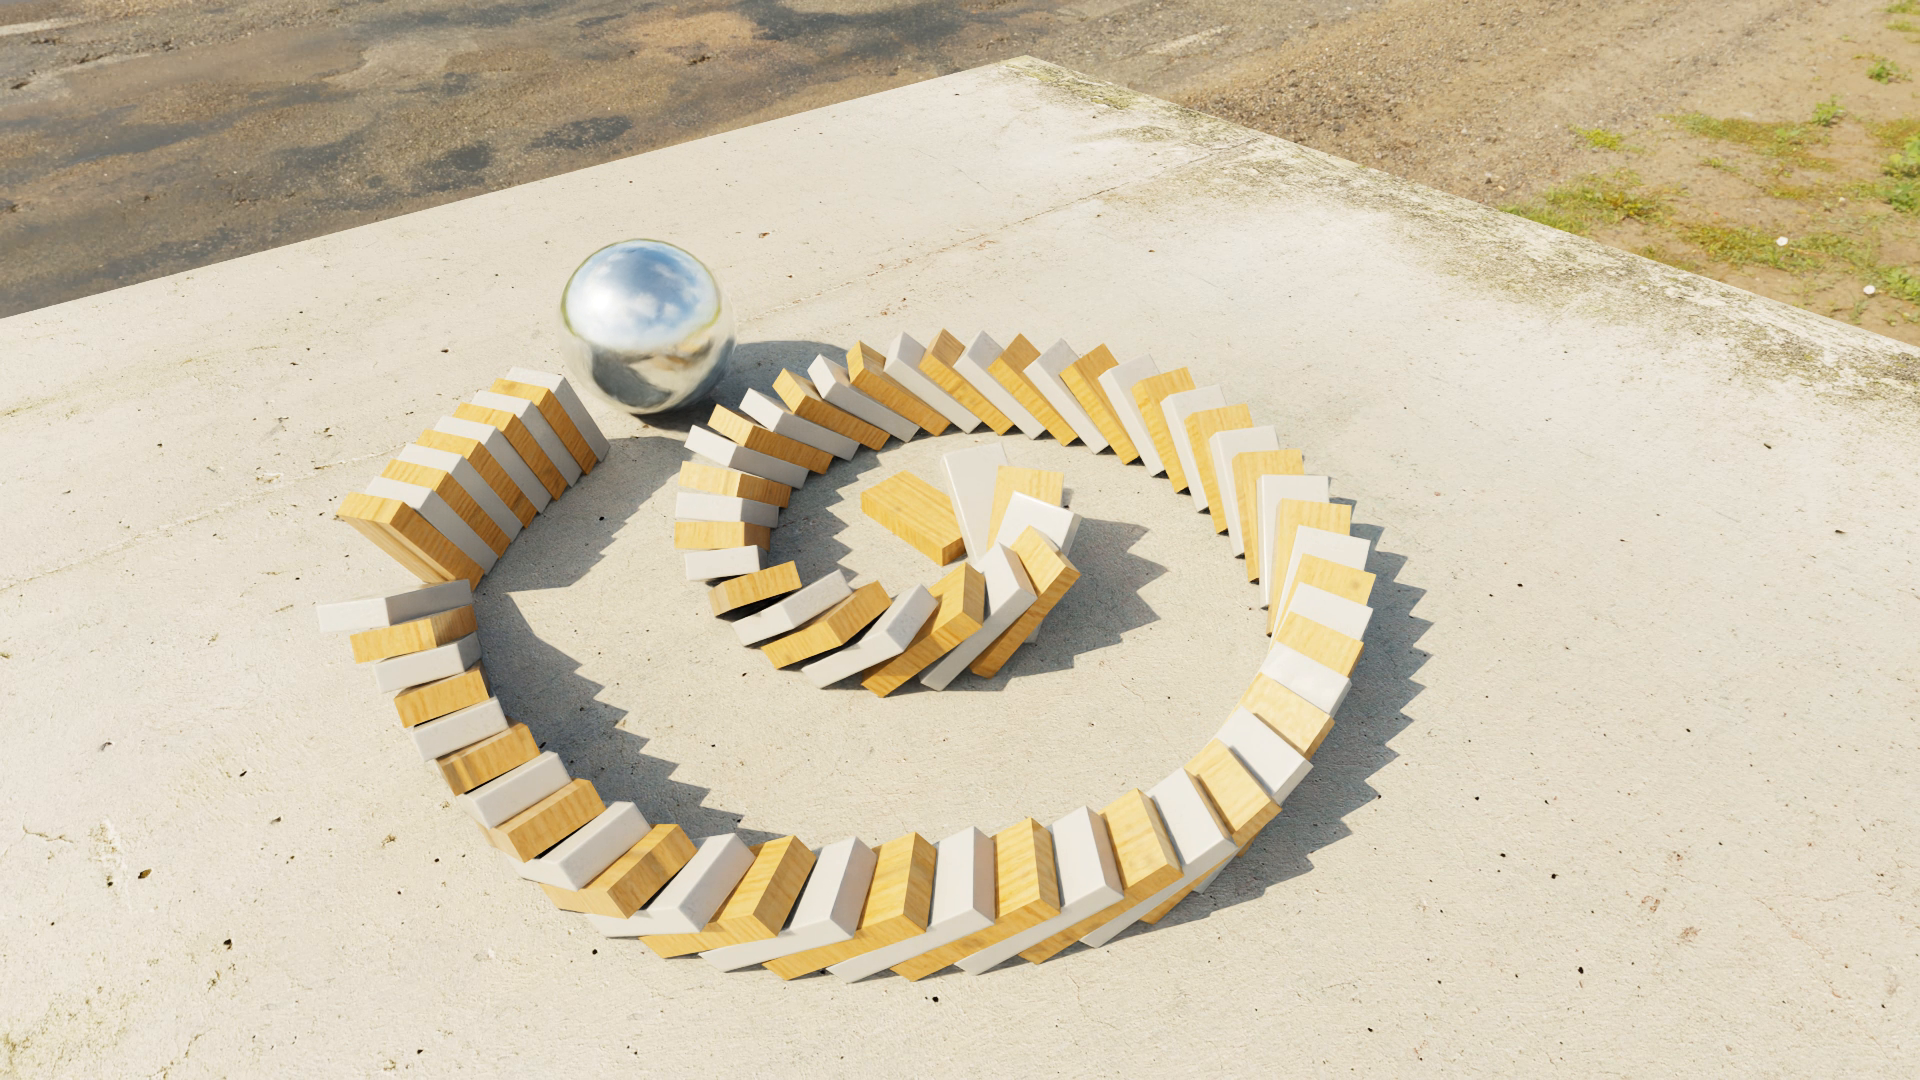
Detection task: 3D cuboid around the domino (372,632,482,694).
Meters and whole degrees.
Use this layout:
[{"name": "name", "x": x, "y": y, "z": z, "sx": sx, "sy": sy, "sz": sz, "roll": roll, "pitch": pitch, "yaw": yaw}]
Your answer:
[{"name": "domino", "x": -0.178, "y": 0.041, "z": 0.371, "sx": 0.025, "sy": 0.010, "sz": 0.050, "roll": -15, "pitch": 4, "yaw": -17}]

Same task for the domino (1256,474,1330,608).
[{"name": "domino", "x": 0.127, "y": 0.001, "z": 0.419, "sx": 0.025, "sy": 0.009, "sz": 0.050, "roll": 1, "pitch": 78, "yaw": 1}]

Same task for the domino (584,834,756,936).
[{"name": "domino", "x": -0.081, "y": 0.096, "z": 0.304, "sx": 0.050, "sy": 0.010, "sz": 0.025, "roll": -20, "pitch": 22, "yaw": 42}]

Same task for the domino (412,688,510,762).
[{"name": "domino", "x": -0.159, "y": 0.058, "z": 0.350, "sx": 0.025, "sy": 0.010, "sz": 0.050, "roll": -22, "pitch": 7, "yaw": -24}]

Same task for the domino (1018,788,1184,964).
[{"name": "domino", "x": 0.035, "y": 0.094, "z": 0.306, "sx": 0.050, "sy": 0.010, "sz": 0.025, "roll": -37, "pitch": 39, "yaw": 16}]

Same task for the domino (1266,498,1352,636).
[{"name": "domino", "x": 0.129, "y": 0.011, "z": 0.406, "sx": 0.025, "sy": 0.010, "sz": 0.050, "roll": 7, "pitch": 79, "yaw": 8}]

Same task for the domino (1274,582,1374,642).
[{"name": "domino", "x": 0.117, "y": 0.042, "z": 0.369, "sx": 0.025, "sy": 0.010, "sz": 0.050, "roll": 22, "pitch": 83, "yaw": 24}]

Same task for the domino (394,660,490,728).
[{"name": "domino", "x": -0.169, "y": 0.050, "z": 0.360, "sx": 0.025, "sy": 0.009, "sz": 0.050, "roll": -19, "pitch": 6, "yaw": -22}]

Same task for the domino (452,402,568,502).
[{"name": "domino", "x": -0.186, "y": -0.036, "z": 0.455, "sx": 0.025, "sy": 0.050, "sz": 0.009, "roll": 12, "pitch": 62, "yaw": 14}]

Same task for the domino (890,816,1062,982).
[{"name": "domino", "x": 0.003, "y": 0.098, "z": 0.301, "sx": 0.050, "sy": 0.009, "sz": 0.025, "roll": -32, "pitch": 34, "yaw": 21}]

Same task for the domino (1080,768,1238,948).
[{"name": "domino", "x": 0.051, "y": 0.090, "z": 0.311, "sx": 0.050, "sy": 0.009, "sz": 0.025, "roll": -40, "pitch": 41, "yaw": 13}]

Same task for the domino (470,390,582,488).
[{"name": "domino", "x": -0.182, "y": -0.042, "z": 0.462, "sx": 0.025, "sy": 0.050, "sz": 0.009, "roll": 12, "pitch": 62, "yaw": 14}]

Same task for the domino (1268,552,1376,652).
[{"name": "domino", "x": 0.123, "y": 0.032, "z": 0.381, "sx": 0.025, "sy": 0.010, "sz": 0.050, "roll": 19, "pitch": 82, "yaw": 20}]

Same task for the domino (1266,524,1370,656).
[{"name": "domino", "x": 0.128, "y": 0.022, "z": 0.393, "sx": 0.025, "sy": 0.009, "sz": 0.050, "roll": 14, "pitch": 80, "yaw": 15}]

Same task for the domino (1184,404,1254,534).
[{"name": "domino", "x": 0.113, "y": -0.030, "z": 0.457, "sx": 0.025, "sy": 0.009, "sz": 0.050, "roll": -11, "pitch": 79, "yaw": -14}]

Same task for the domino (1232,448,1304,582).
[{"name": "domino", "x": 0.124, "y": -0.010, "z": 0.433, "sx": 0.025, "sy": 0.009, "sz": 0.050, "roll": -4, "pitch": 78, "yaw": -5}]

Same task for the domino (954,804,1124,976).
[{"name": "domino", "x": 0.019, "y": 0.097, "z": 0.303, "sx": 0.050, "sy": 0.010, "sz": 0.025, "roll": -34, "pitch": 36, "yaw": 19}]

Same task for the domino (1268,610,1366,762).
[{"name": "domino", "x": 0.109, "y": 0.051, "z": 0.358, "sx": 0.025, "sy": 0.010, "sz": 0.050, "roll": 26, "pitch": 84, "yaw": 28}]

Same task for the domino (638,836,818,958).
[{"name": "domino", "x": -0.064, "y": 0.098, "z": 0.301, "sx": 0.050, "sy": 0.010, "sz": 0.025, "roll": -24, "pitch": 25, "yaw": 36}]

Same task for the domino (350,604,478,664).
[{"name": "domino", "x": -0.188, "y": 0.032, "z": 0.381, "sx": 0.025, "sy": 0.010, "sz": 0.050, "roll": -12, "pitch": 4, "yaw": -9}]

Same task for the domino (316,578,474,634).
[{"name": "domino", "x": -0.200, "y": 0.023, "z": 0.392, "sx": 0.025, "sy": 0.010, "sz": 0.050, "roll": -7, "pitch": 4, "yaw": 7}]

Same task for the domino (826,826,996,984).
[{"name": "domino", "x": -0.013, "y": 0.099, "z": 0.299, "sx": 0.050, "sy": 0.009, "sz": 0.025, "roll": -30, "pitch": 32, "yaw": 24}]

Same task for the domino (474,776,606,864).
[{"name": "domino", "x": -0.124, "y": 0.080, "z": 0.323, "sx": 0.025, "sy": 0.009, "sz": 0.050, "roll": -32, "pitch": 11, "yaw": -33}]

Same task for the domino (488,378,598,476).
[{"name": "domino", "x": -0.178, "y": -0.048, "z": 0.470, "sx": 0.025, "sy": 0.050, "sz": 0.010, "roll": 12, "pitch": 62, "yaw": 14}]

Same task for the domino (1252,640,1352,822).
[{"name": "domino", "x": 0.099, "y": 0.060, "z": 0.347, "sx": 0.025, "sy": 0.010, "sz": 0.050, "roll": 29, "pitch": 86, "yaw": 31}]

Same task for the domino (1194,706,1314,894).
[{"name": "domino", "x": 0.078, "y": 0.077, "z": 0.327, "sx": 0.050, "sy": 0.010, "sz": 0.025, "roll": -50, "pitch": 50, "yaw": 3}]

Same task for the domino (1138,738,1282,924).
[{"name": "domino", "x": 0.065, "y": 0.084, "z": 0.318, "sx": 0.050, "sy": 0.009, "sz": 0.025, "roll": -45, "pitch": 46, "yaw": 8}]

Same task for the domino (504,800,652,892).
[{"name": "domino", "x": -0.110, "y": 0.086, "z": 0.315, "sx": 0.025, "sy": 0.009, "sz": 0.050, "roll": -38, "pitch": 14, "yaw": -36}]

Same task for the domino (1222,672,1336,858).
[{"name": "domino", "x": 0.089, "y": 0.069, "z": 0.337, "sx": 0.025, "sy": 0.009, "sz": 0.050, "roll": 34, "pitch": 88, "yaw": 35}]

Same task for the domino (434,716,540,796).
[{"name": "domino", "x": -0.148, "y": 0.066, "z": 0.341, "sx": 0.025, "sy": 0.009, "sz": 0.050, "roll": -26, "pitch": 8, "yaw": -28}]

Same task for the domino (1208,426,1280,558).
[{"name": "domino", "x": 0.119, "y": -0.020, "z": 0.445, "sx": 0.025, "sy": 0.010, "sz": 0.050, "roll": -8, "pitch": 78, "yaw": -9}]

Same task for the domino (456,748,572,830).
[{"name": "domino", "x": -0.136, "y": 0.073, "z": 0.331, "sx": 0.025, "sy": 0.009, "sz": 0.050, "roll": -29, "pitch": 10, "yaw": -31}]

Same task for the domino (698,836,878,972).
[{"name": "domino", "x": -0.047, "y": 0.099, "z": 0.299, "sx": 0.050, "sy": 0.010, "sz": 0.025, "roll": -26, "pitch": 28, "yaw": 31}]

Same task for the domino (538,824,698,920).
[{"name": "domino", "x": -0.097, "y": 0.092, "z": 0.308, "sx": 0.050, "sy": 0.010, "sz": 0.025, "roll": -17, "pitch": 20, "yaw": 48}]

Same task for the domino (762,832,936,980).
[{"name": "domino", "x": -0.030, "y": 0.100, "z": 0.299, "sx": 0.050, "sy": 0.009, "sz": 0.025, "roll": -28, "pitch": 31, "yaw": 26}]

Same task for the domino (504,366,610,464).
[{"name": "domino", "x": -0.174, "y": -0.054, "z": 0.477, "sx": 0.025, "sy": 0.050, "sz": 0.010, "roll": 12, "pitch": 62, "yaw": 14}]
